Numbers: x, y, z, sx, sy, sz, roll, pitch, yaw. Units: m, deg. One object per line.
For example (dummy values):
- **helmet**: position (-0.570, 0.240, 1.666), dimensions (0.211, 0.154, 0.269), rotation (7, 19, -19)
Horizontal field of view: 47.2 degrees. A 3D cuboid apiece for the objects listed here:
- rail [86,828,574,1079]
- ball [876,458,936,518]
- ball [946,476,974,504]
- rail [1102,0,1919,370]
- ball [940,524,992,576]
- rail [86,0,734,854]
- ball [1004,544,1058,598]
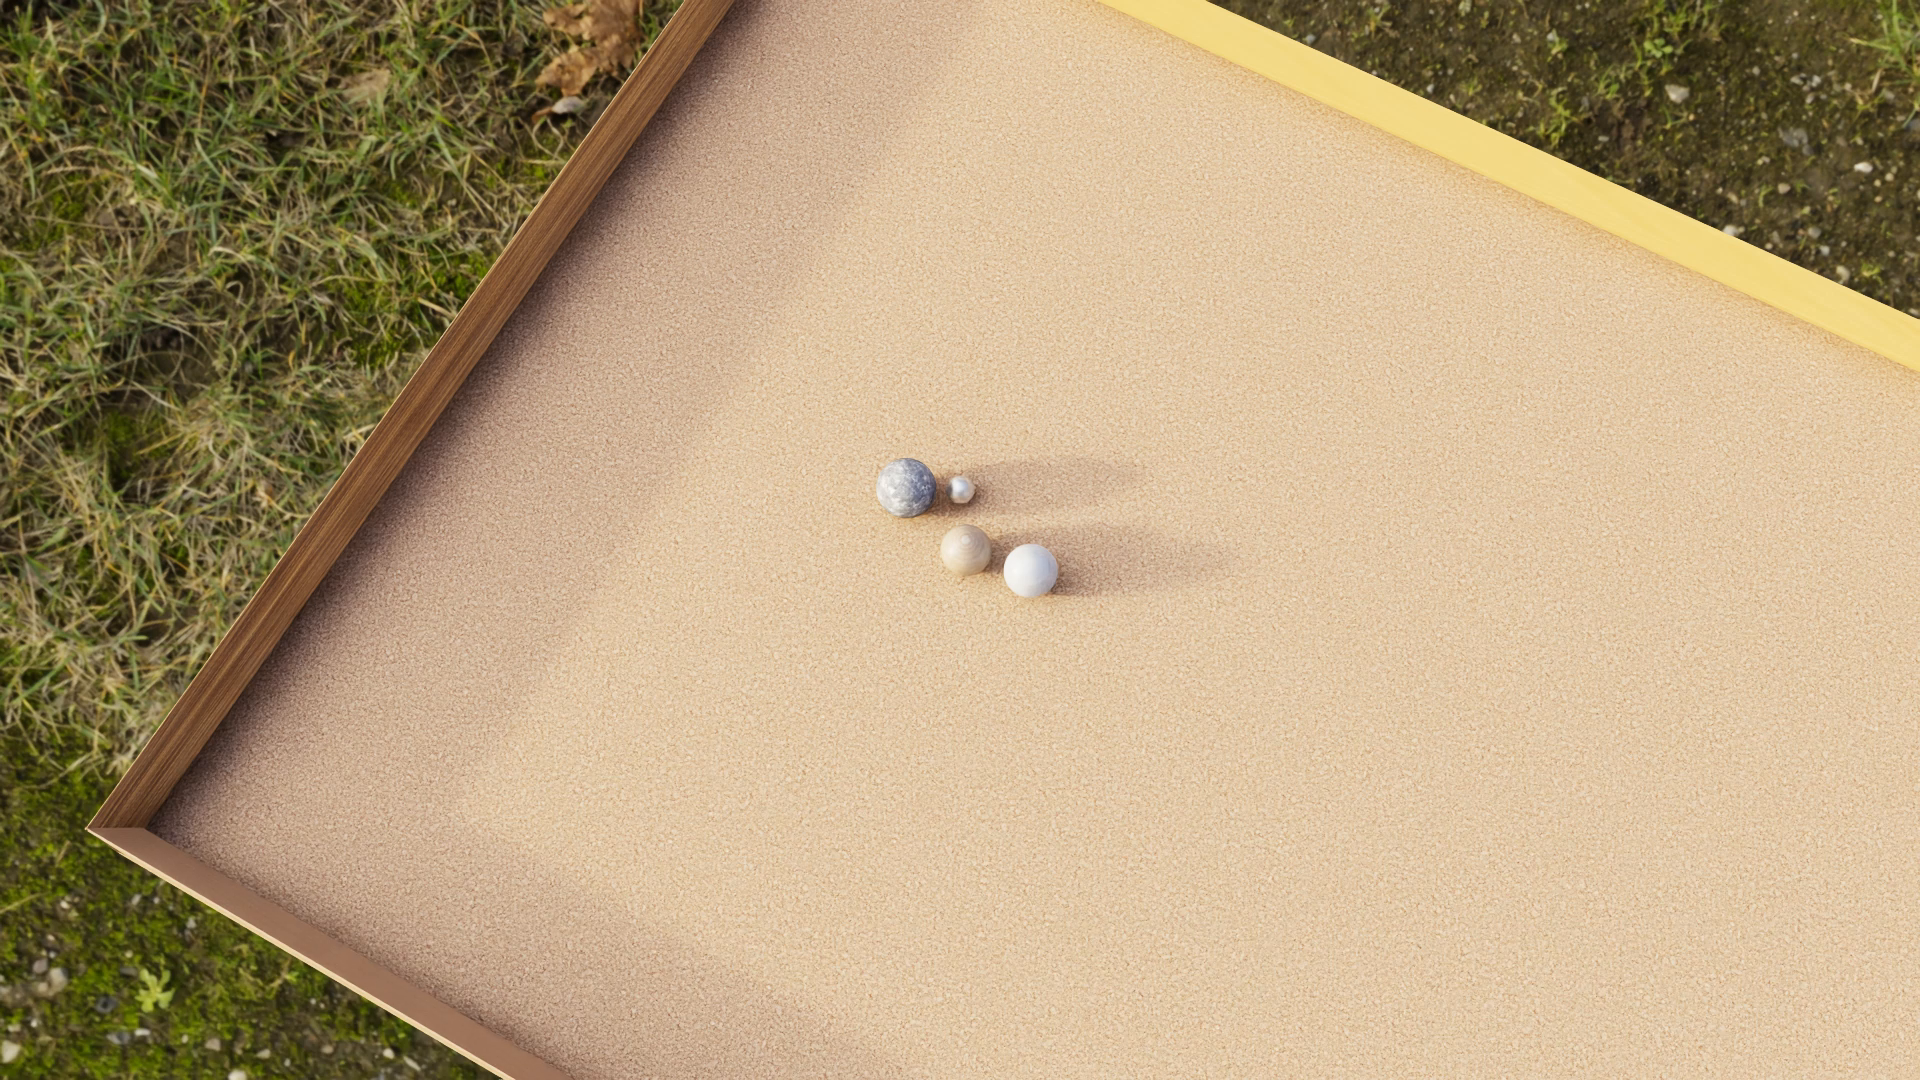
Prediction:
- **rail**: position (0.277, 1.219, 2.964), dimensions (3.540, 0.126, 0.045), rotation (27, 70, 11)
- **ball**: position (-0.086, -0.083, 3.521), dimensions (0.097, 0.097, 0.097), rotation (0, 67, 0)
- **ball**: position (0.001, -0.081, 3.548), dimensions (0.046, 0.046, 0.046), rotation (0, 67, 0)
- **rail**: position (1.273, -0.448, 3.656), dimensions (3.540, 0.126, 0.045), rotation (27, 70, 11)
- **ball**: position (0.010, 0.016, 3.488), dimensions (0.083, 0.083, 0.083), rotation (0, 67, 0)
- **rail**: position (-0.754, -0.394, 3.633), dimensions (0.045, 0.126, 2.109), rotation (27, 70, 11)
- **ball**: position (0.112, 0.049, 3.472), dimensions (0.086, 0.086, 0.086), rotation (0, 67, 0)
